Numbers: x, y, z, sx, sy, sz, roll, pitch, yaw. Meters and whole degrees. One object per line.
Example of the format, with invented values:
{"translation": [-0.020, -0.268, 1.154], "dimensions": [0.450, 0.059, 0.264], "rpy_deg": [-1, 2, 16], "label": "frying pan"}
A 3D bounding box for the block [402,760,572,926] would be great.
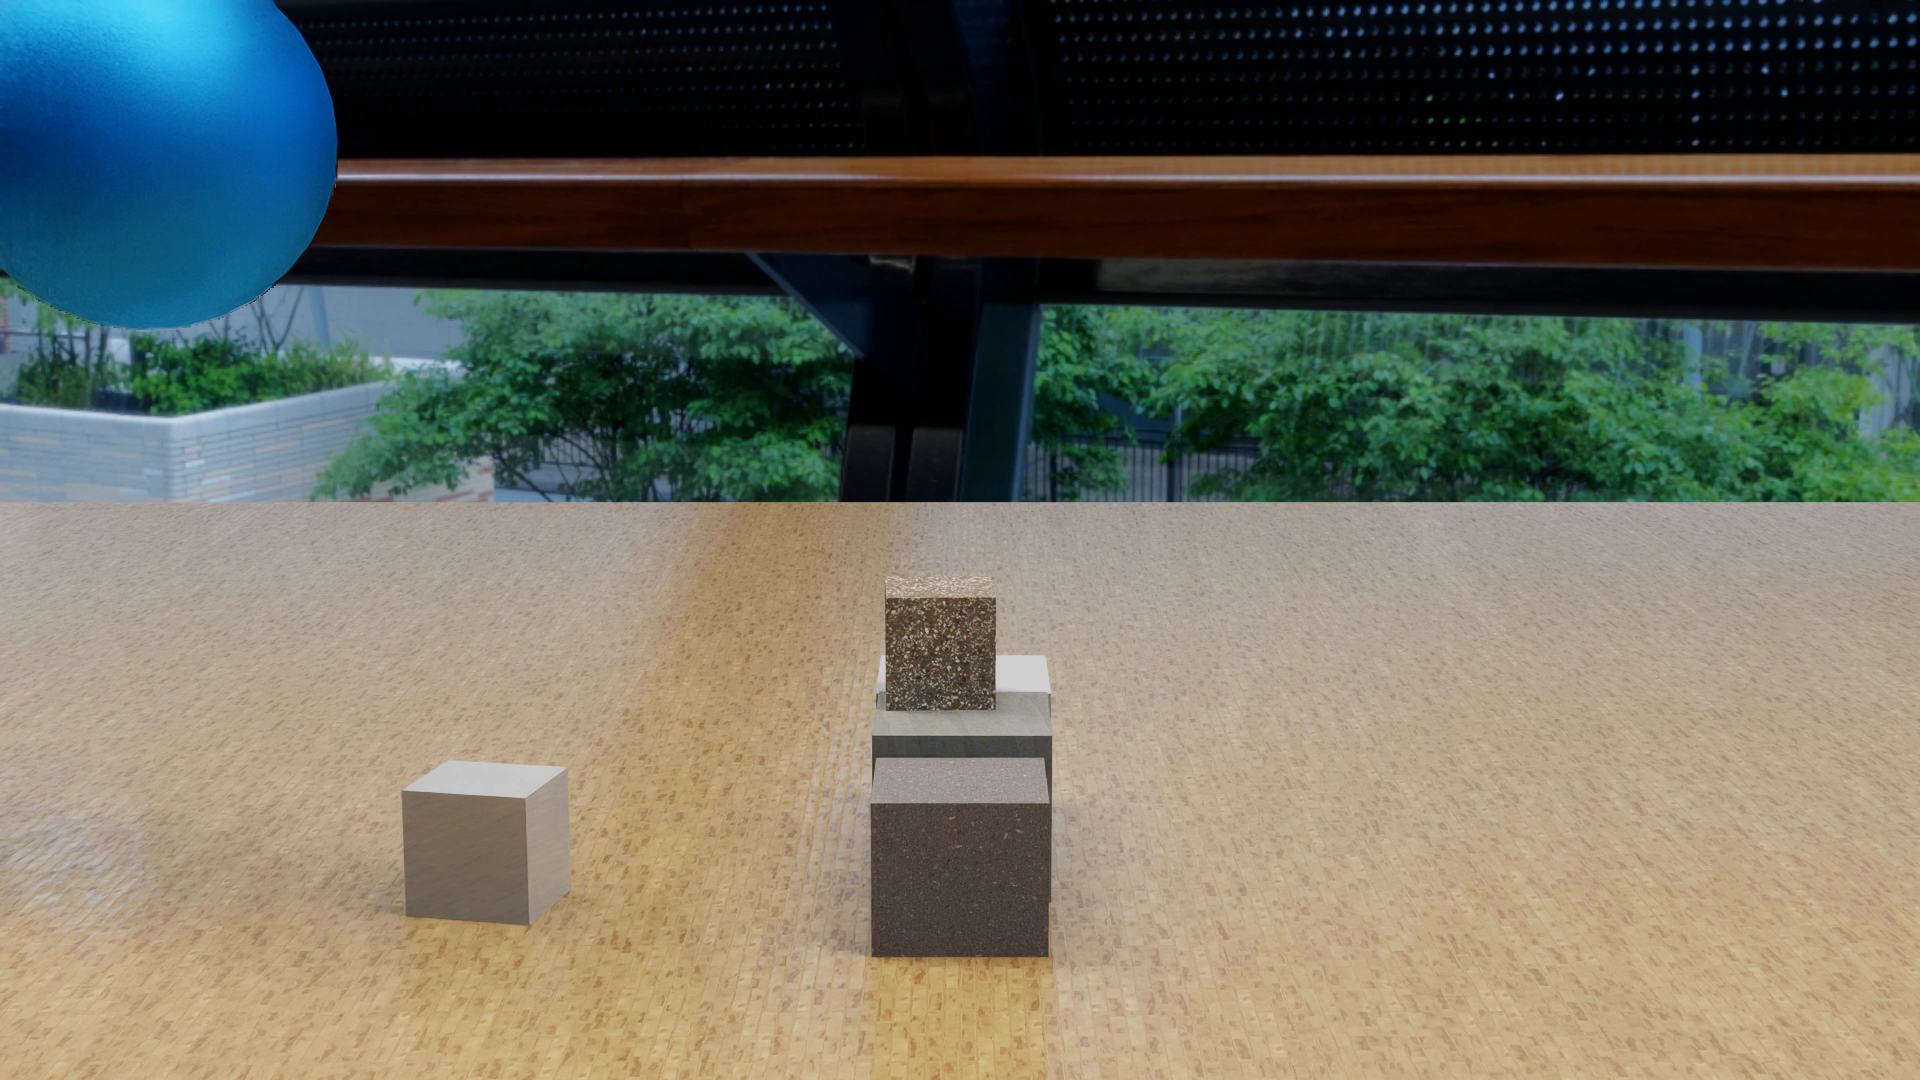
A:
{"translation": [-2.016, 1.286, 10.956], "dimensions": [0.551, 0.551, 0.490], "rpy_deg": [2, 11, 12], "label": "block"}

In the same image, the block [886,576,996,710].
{"translation": [-0.092, 0.458, 11.514], "dimensions": [0.482, 0.507, 0.487], "rpy_deg": [0, 10, -2], "label": "block"}

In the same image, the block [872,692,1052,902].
{"translation": [0.012, 1.122, 11.339], "dimensions": [0.765, 0.736, 0.788], "rpy_deg": [0, 10, 0], "label": "block"}

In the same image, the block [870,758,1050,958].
{"translation": [0.000, 1.302, 10.612], "dimensions": [0.712, 0.642, 0.692], "rpy_deg": [0, 10, 0], "label": "block"}

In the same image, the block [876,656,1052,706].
{"translation": [0.016, 0.985, 12.122], "dimensions": [0.797, 0.724, 0.775], "rpy_deg": [0, 10, 0], "label": "block"}

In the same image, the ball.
{"translation": [-3.458, -1.695, 10.872], "dimensions": [1.600, 1.600, 1.600], "rpy_deg": [0, 10, 0], "label": "ball"}
